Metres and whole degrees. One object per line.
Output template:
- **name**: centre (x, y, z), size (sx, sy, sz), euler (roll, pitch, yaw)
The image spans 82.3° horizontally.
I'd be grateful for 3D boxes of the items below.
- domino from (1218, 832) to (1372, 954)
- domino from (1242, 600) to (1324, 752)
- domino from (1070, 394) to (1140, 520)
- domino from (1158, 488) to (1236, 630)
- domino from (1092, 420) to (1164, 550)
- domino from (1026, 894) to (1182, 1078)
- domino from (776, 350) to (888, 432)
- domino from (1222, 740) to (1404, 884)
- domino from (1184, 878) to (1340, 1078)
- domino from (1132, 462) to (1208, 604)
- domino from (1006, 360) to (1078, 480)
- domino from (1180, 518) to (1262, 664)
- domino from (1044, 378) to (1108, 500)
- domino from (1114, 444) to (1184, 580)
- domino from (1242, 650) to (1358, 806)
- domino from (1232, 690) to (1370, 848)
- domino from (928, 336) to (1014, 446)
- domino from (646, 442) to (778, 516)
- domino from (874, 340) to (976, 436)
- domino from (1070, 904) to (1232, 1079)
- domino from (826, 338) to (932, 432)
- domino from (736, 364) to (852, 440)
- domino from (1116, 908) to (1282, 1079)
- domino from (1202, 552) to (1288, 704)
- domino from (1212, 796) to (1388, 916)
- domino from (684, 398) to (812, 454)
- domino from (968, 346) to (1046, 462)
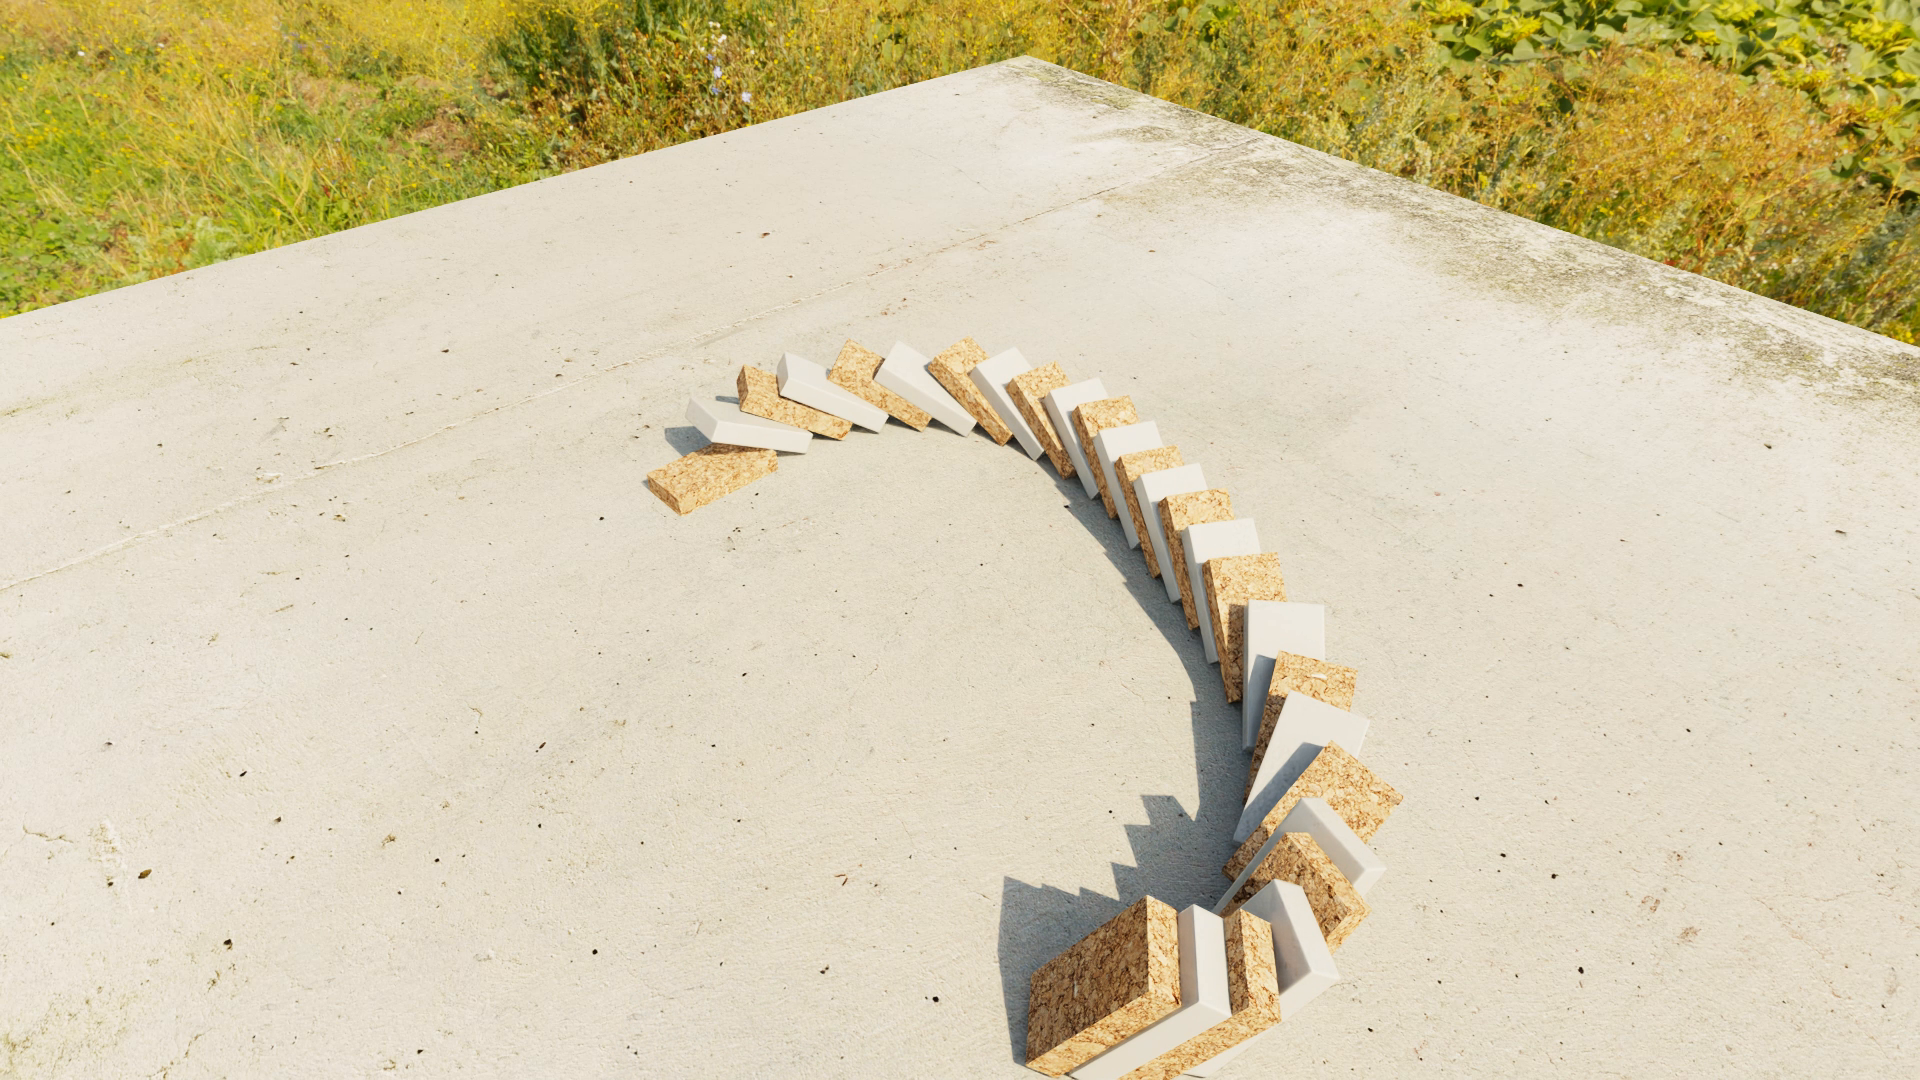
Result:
- **domino**: centre (0.081, 0.103, 0.287), size (0.010, 0.050, 0.025), euler (12, 29, -37)
- **domino**: centre (0.108, 0.046, 0.368), size (0.025, 0.010, 0.050), euler (4, 70, 5)
- **domino**: centre (0.068, -0.036, 0.466), size (0.025, 0.009, 0.050), euler (-13, 72, -19)
- **domino**: centre (0.093, 0.007, 0.413), size (0.025, 0.010, 0.050), euler (-8, 76, -13)
- **domino**: centre (0.075, -0.023, 0.452), size (0.025, 0.010, 0.050), euler (-12, 72, -15)
- **domino**: centre (0.035, 0.113, 0.276), size (0.010, 0.050, 0.025), euler (29, 37, -15)
- **domino**: centre (-0.059, -0.068, 0.506), size (0.050, 0.010, 0.025), euler (19, 30, -26)
- **domino**: centre (0.102, 0.086, 0.319), size (0.025, 0.009, 0.050), euler (40, 78, 23)
- **domino**: centre (0.071, 0.111, 0.278), size (0.010, 0.050, 0.025), euler (21, 32, -25)
- **domino**: centre (0.087, -0.003, 0.425), size (0.025, 0.009, 0.050), euler (-12, 77, -14)
- **domino**: centre (0.045, -0.054, 0.490), size (0.025, 0.009, 0.050), euler (-25, 76, -27)
- **domino**: centre (0.098, 0.018, 0.399), size (0.025, 0.010, 0.050), euler (-7, 75, -8)
- **domino**: centre (0.059, -0.044, 0.478), size (0.025, 0.010, 0.050), euler (-18, 74, -21)
- **domino**: centre (0.082, -0.012, 0.438), size (0.025, 0.009, 0.050), euler (-12, 72, -14)
- **domino**: centre (0.108, 0.063, 0.349), size (0.025, 0.010, 0.050), euler (14, 69, 16)
- **domino**: centre (0.104, 0.074, 0.335), size (0.025, 0.009, 0.050), euler (21, 71, 18)
- **domino**: centre (0.012, -0.069, 0.509), size (0.050, 0.009, 0.025), euler (47, 52, 5)
- **domino**: centre (-0.108, -0.030, 0.480), size (0.050, 0.010, 0.025), euler (-31, 48, -32)
- **domino**: centre (-0.013, -0.071, 0.512), size (0.050, 0.009, 0.025), euler (31, 41, -7)
- **domino**: centre (0.046, 0.114, 0.274), size (0.009, 0.050, 0.025), euler (29, 37, -15)
- **domino**: centre (-0.035, -0.073, 0.514), size (0.050, 0.009, 0.025), euler (28, 38, -11)
- **domino**: centre (-0.076, -0.063, 0.502), size (0.050, 0.010, 0.025), euler (15, 32, -27)
- **domino**: centre (0.057, 0.115, 0.273), size (0.010, 0.050, 0.025), euler (29, 37, -15)
- **domino**: centre (0.103, 0.031, 0.385), size (0.025, 0.009, 0.050), euler (-5, 73, -6)
- **domino**: centre (0.089, 0.096, 0.296), size (0.010, 0.050, 0.025), euler (11, 28, -38)
- **domino**: centre (-0.093, -0.050, 0.486), size (0.050, 0.010, 0.025), euler (3, 27, -46)
- **domino**: centre (0.029, -0.062, 0.501), size (0.025, 0.009, 0.050), euler (-31, 78, -32)
